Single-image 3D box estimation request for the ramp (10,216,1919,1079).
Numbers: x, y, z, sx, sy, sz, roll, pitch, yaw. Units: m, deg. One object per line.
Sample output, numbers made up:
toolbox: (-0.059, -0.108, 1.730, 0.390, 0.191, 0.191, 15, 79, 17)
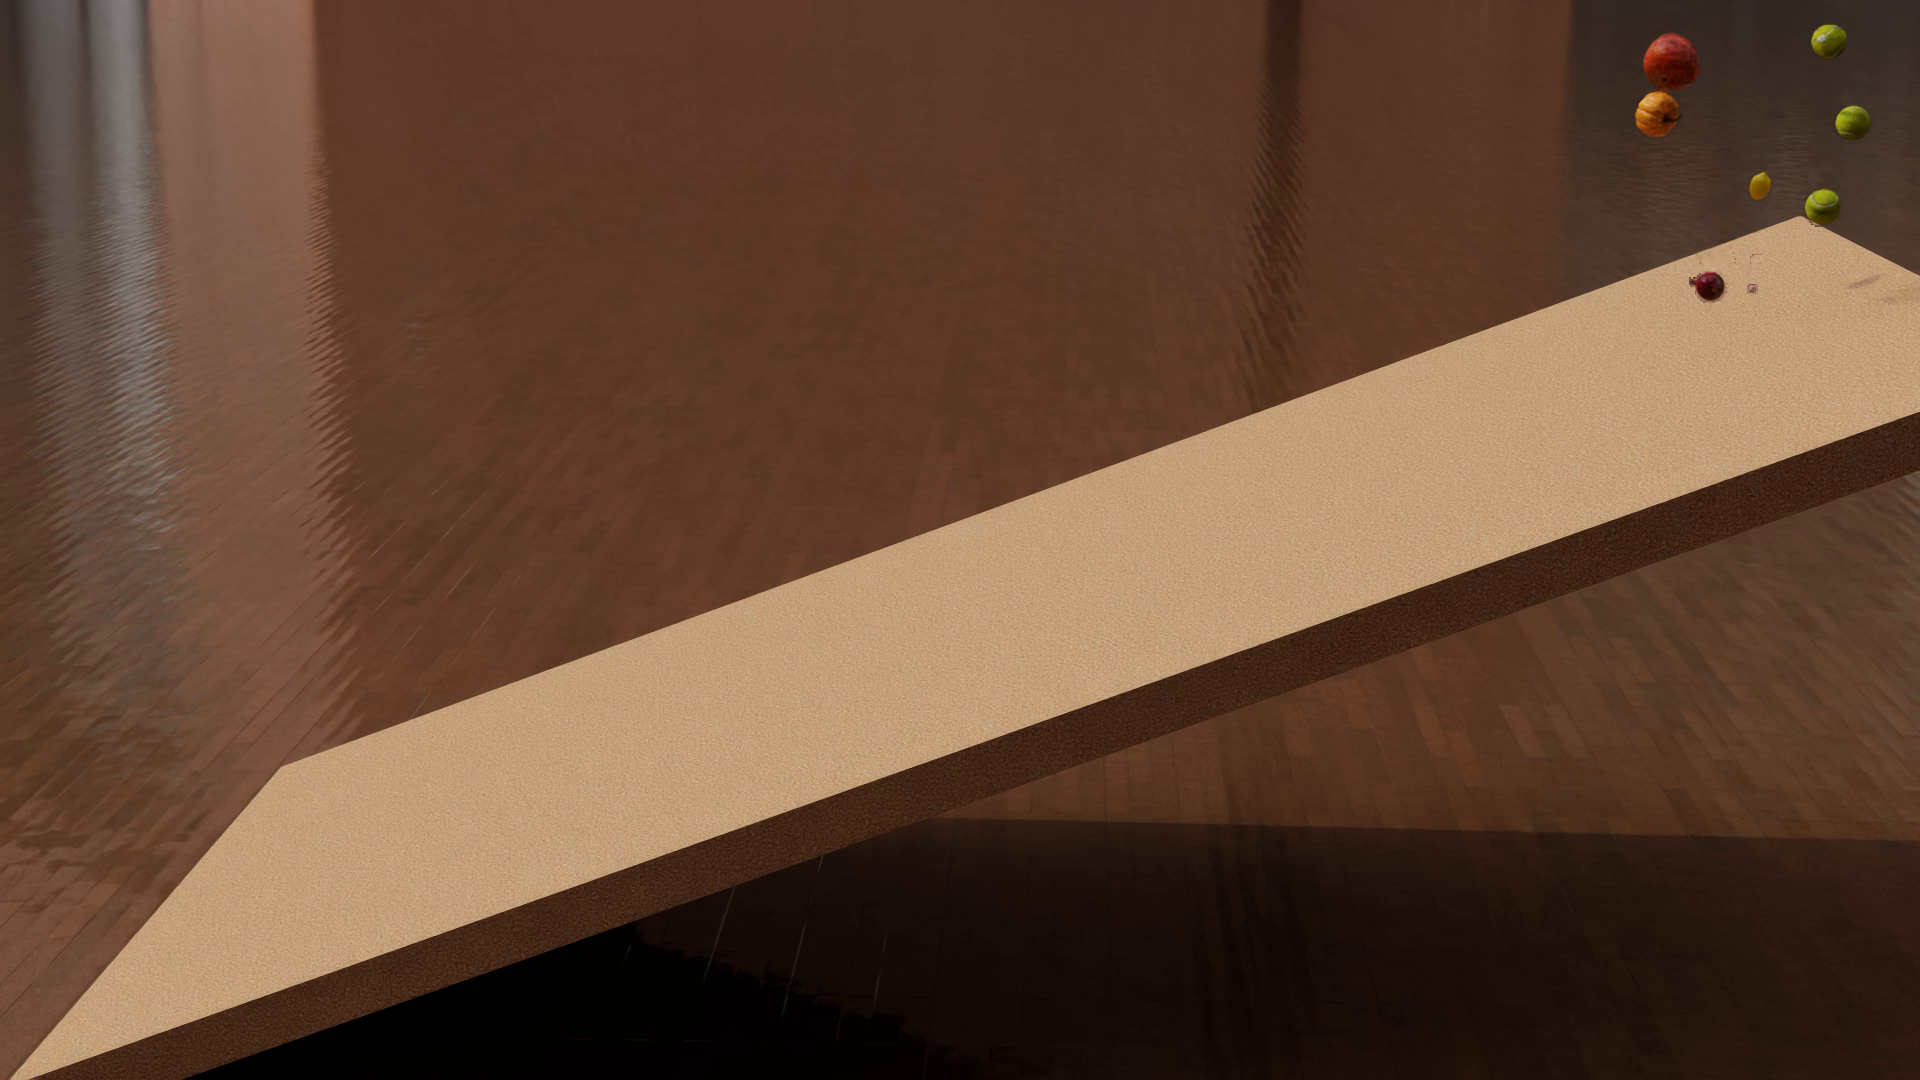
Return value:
ramp: (0.118, 0.176, 6.295, 4.000, 0.100, 2.000, -20, 12, 7)
